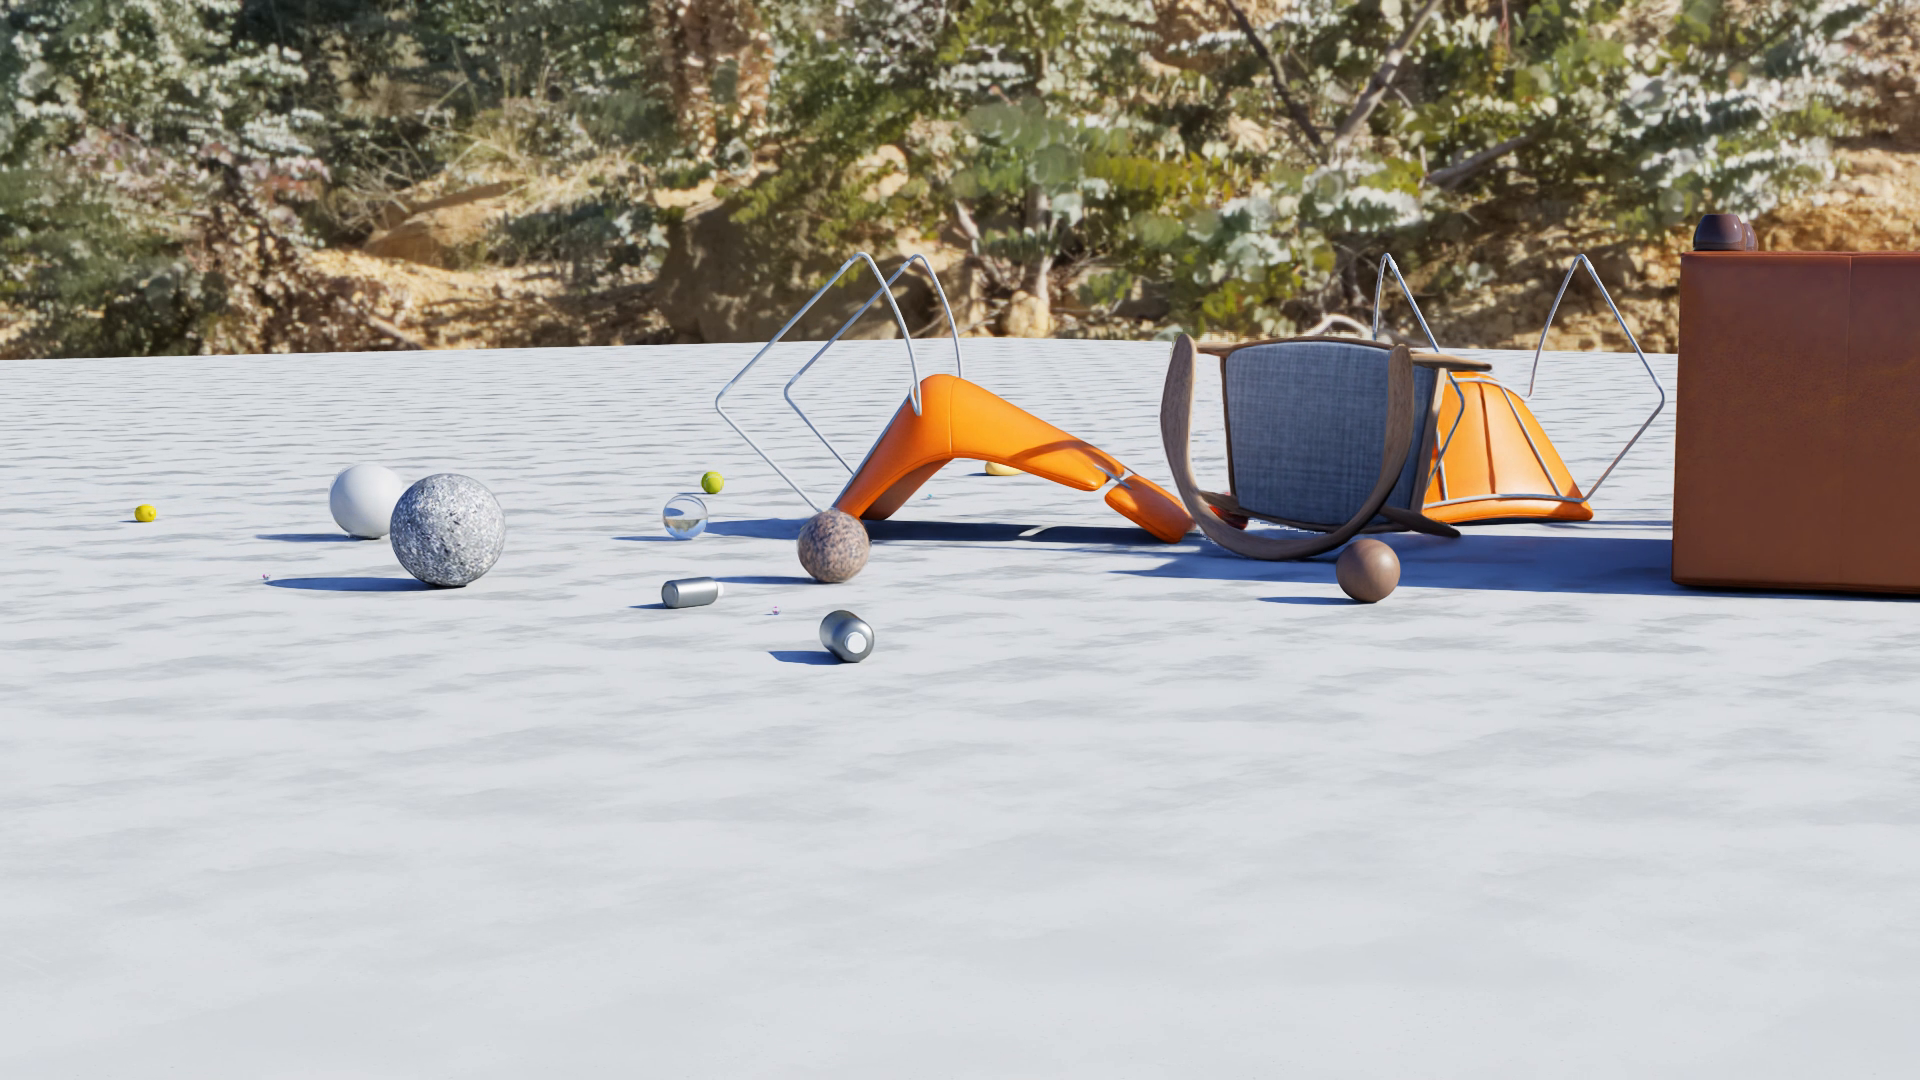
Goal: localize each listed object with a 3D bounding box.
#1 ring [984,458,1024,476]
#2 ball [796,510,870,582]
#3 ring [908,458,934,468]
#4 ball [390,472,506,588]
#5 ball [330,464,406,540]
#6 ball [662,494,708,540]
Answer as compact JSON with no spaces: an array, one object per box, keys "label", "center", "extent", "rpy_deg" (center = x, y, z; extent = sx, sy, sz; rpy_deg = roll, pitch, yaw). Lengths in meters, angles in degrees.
[{"label":"ring","center":[0.147,-0.242,8.523],"extent":[0.112,0.049,0.196],"rpy_deg":[4,6,25]},{"label":"ball","center":[-0.272,0.014,5.513],"extent":[0.157,0.157,0.157],"rpy_deg":[0,6,0]},{"label":"ring","center":[-0.135,-0.267,8.884],"extent":[0.091,0.025,0.102],"rpy_deg":[-2,7,-9]},{"label":"ball","center":[-1.084,-0.021,5.434],"extent":[0.242,0.242,0.242],"rpy_deg":[0,6,0]},{"label":"ball","center":[-1.482,-0.097,6.427],"extent":[0.191,0.191,0.191],"rpy_deg":[0,6,0]},{"label":"ball","center":[-0.687,-0.058,6.411],"extent":[0.115,0.115,0.115],"rpy_deg":[0,6,0]}]
